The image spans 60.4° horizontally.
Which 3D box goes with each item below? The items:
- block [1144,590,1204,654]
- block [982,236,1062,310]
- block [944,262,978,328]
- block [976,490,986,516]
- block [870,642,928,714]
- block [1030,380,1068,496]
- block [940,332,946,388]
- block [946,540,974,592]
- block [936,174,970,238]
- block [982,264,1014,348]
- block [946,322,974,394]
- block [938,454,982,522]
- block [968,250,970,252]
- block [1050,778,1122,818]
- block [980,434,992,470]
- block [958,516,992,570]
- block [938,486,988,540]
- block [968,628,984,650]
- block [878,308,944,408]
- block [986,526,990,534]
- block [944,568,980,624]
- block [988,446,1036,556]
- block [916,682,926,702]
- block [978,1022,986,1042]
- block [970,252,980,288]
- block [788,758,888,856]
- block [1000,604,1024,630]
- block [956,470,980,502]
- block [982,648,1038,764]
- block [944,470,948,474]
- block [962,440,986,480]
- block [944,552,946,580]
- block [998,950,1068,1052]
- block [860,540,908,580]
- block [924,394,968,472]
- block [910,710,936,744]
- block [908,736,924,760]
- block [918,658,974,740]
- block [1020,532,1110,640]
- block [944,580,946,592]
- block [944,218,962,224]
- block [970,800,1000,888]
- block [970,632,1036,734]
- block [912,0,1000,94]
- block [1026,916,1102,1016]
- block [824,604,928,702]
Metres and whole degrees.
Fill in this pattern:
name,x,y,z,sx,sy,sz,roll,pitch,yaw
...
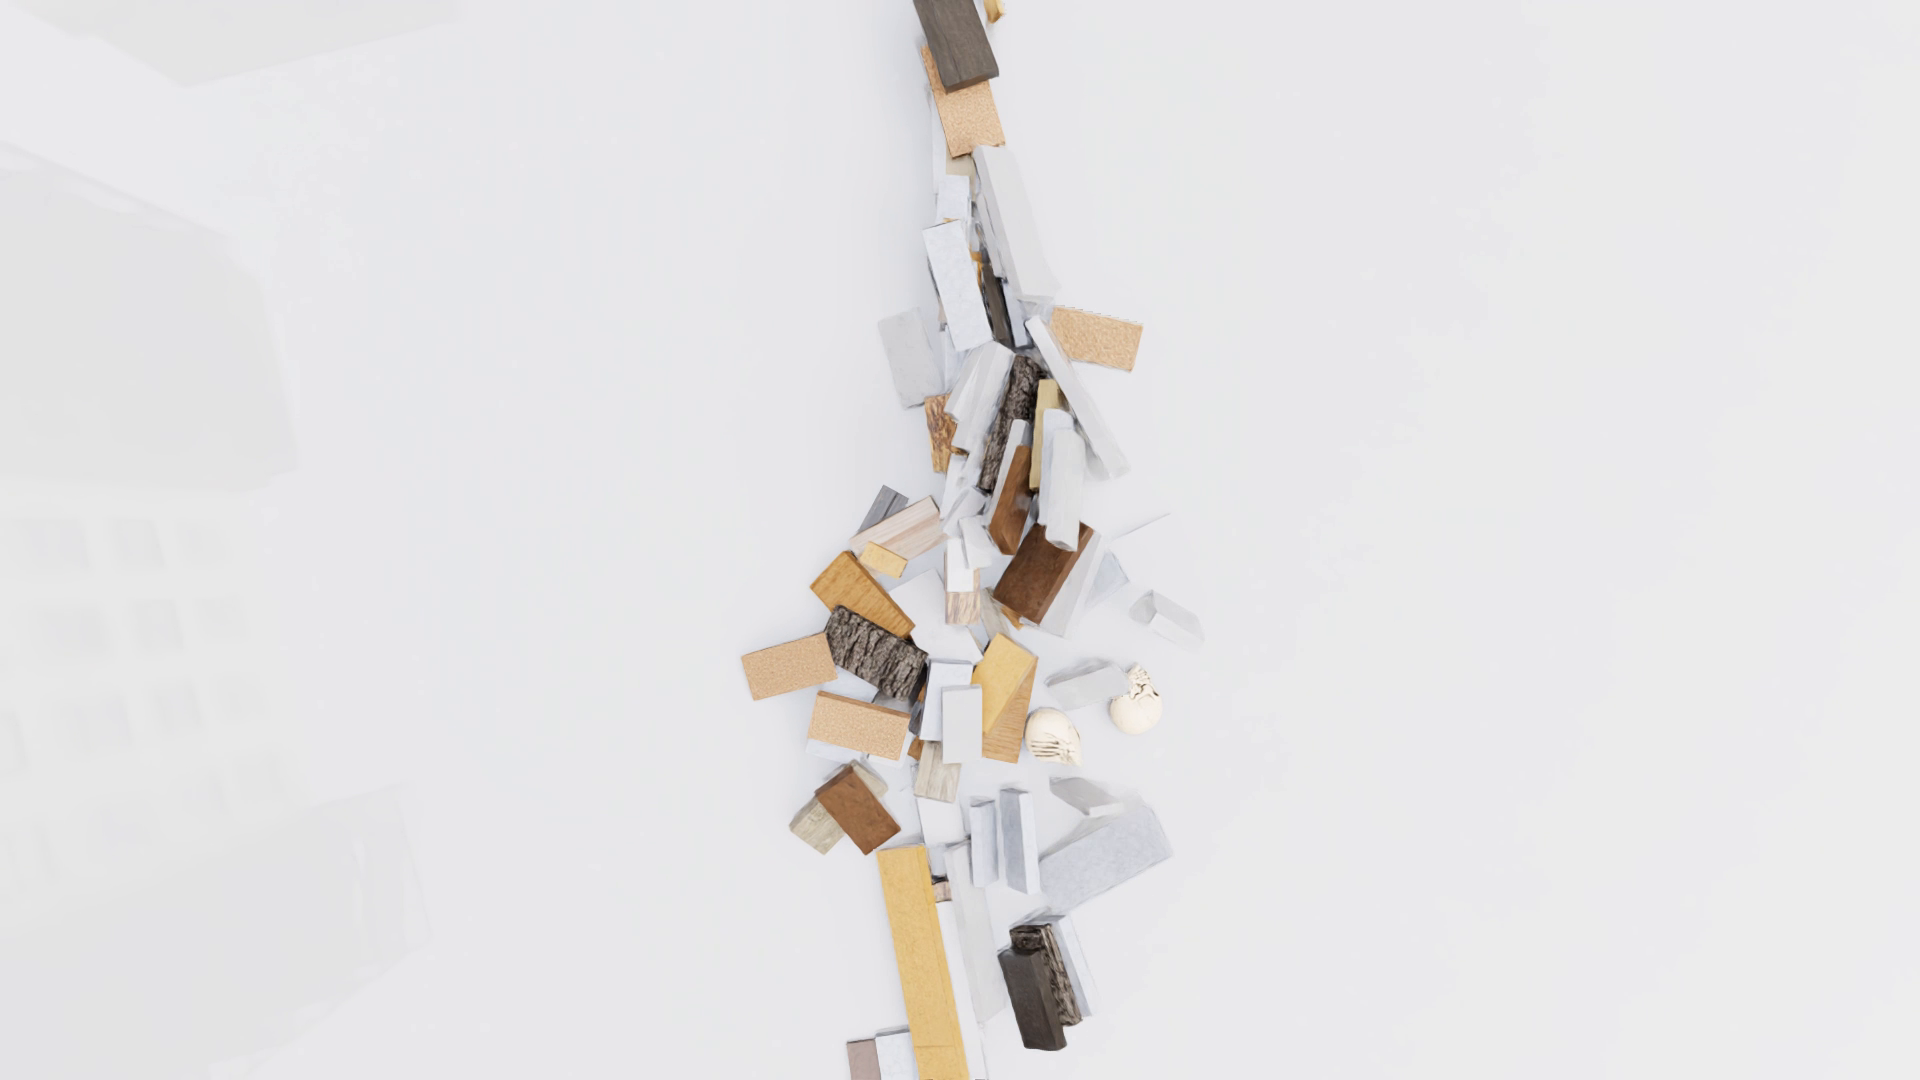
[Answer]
name,x,y,z,sx,sy,sz,roll,pitch,yaw
block,0.689,0.261,5.321,0.175,0.349,0.049,31,101,-2
block,0.201,-0.896,5.342,0.139,0.039,0.277,-39,95,-36
block,0.004,-0.787,5.364,0.115,0.033,0.230,-3,102,0
block,0.025,-0.113,5.417,0.110,0.031,0.220,5,124,-7
block,-0.180,0.468,5.434,0.121,0.034,0.242,34,73,-11
block,0.288,-0.318,5.296,0.050,0.177,0.355,2,79,21
block,0.003,-0.575,5.434,0.115,0.033,0.230,-4,98,0
block,0.000,0.083,5.230,0.081,0.023,0.163,1,86,-10
block,-0.023,-1.072,5.288,0.096,0.027,0.193,5,83,1
block,0.124,-0.756,5.350,0.035,0.125,0.250,-13,80,12
block,0.013,-0.523,5.396,0.122,0.035,0.371,0,106,-1
block,0.005,-0.159,5.312,0.110,0.031,0.220,11,78,-6
block,-0.004,-0.891,5.427,0.084,0.024,0.167,-2,98,0
block,0.409,0.837,5.364,0.121,0.242,0.034,-4,104,-28
block,0.099,-0.273,5.313,0.018,0.063,0.125,14,91,21
block,0.048,0.008,5.219,0.081,0.023,0.163,-9,91,-27
block,0.009,-0.084,5.231,0.165,0.081,0.023,-54,45,1
block,0.028,0.332,5.493,0.050,0.014,0.099,-40,90,0
block,-0.161,-0.599,5.440,0.151,0.043,0.301,-16,90,34
block,0.120,-0.044,5.424,0.072,0.143,0.020,-24,105,-9
block,0.008,0.159,5.259,0.111,0.031,0.221,0,87,0
block,0.176,-0.124,5.203,0.044,0.155,0.311,8,64,23
block,-0.063,0.465,5.427,0.090,0.026,0.181,26,73,0
block,-0.013,1.545,5.447,0.126,0.036,0.252,-18,91,0
block,0.009,-0.773,5.422,0.115,0.033,0.344,0,110,-1
block,-0.400,0.880,5.433,0.311,0.044,0.156,-46,118,4
block,0.180,0.250,5.493,0.050,0.014,0.099,-40,90,0
block,0.038,-0.159,5.267,0.018,0.063,0.125,25,73,29
block,0.137,0.549,5.475,0.178,0.050,0.356,11,90,0
block,0.011,-0.340,5.413,0.122,0.035,0.245,2,106,-1
block,0.045,-0.251,5.261,0.018,0.063,0.125,17,87,27
block,0.004,0.084,5.389,0.111,0.221,0.031,-2,106,0
block,0.237,1.512,5.422,0.046,0.162,0.325,-17,91,-41
block,-0.251,0.067,5.422,0.143,0.020,0.072,27,101,0
block,-0.041,-0.352,5.373,0.122,0.035,0.245,-7,106,1
block,-0.085,0.575,5.449,0.090,0.026,0.181,28,70,6
block,-0.134,0.681,5.493,0.049,0.014,0.098,32,90,0
block,-0.048,0.519,5.351,0.137,0.039,0.274,5,109,-14
block,0.341,0.132,5.405,0.180,0.051,0.359,16,81,35
block,0.004,0.138,5.388,0.111,0.221,0.031,3,97,0
block,-0.024,-0.967,5.258,0.057,0.016,0.113,2,106,2
block,0.081,1.000,5.433,0.037,0.130,0.260,-3,90,24
block,0.113,0.468,5.401,0.149,0.042,0.297,35,101,21
block,-0.019,-1.610,5.236,0.180,0.051,0.359,-19,78,0
block,0.342,1.401,5.421,0.047,0.166,0.331,-20,90,-40
block,-0.289,0.365,5.352,0.344,0.049,0.172,28,99,16
